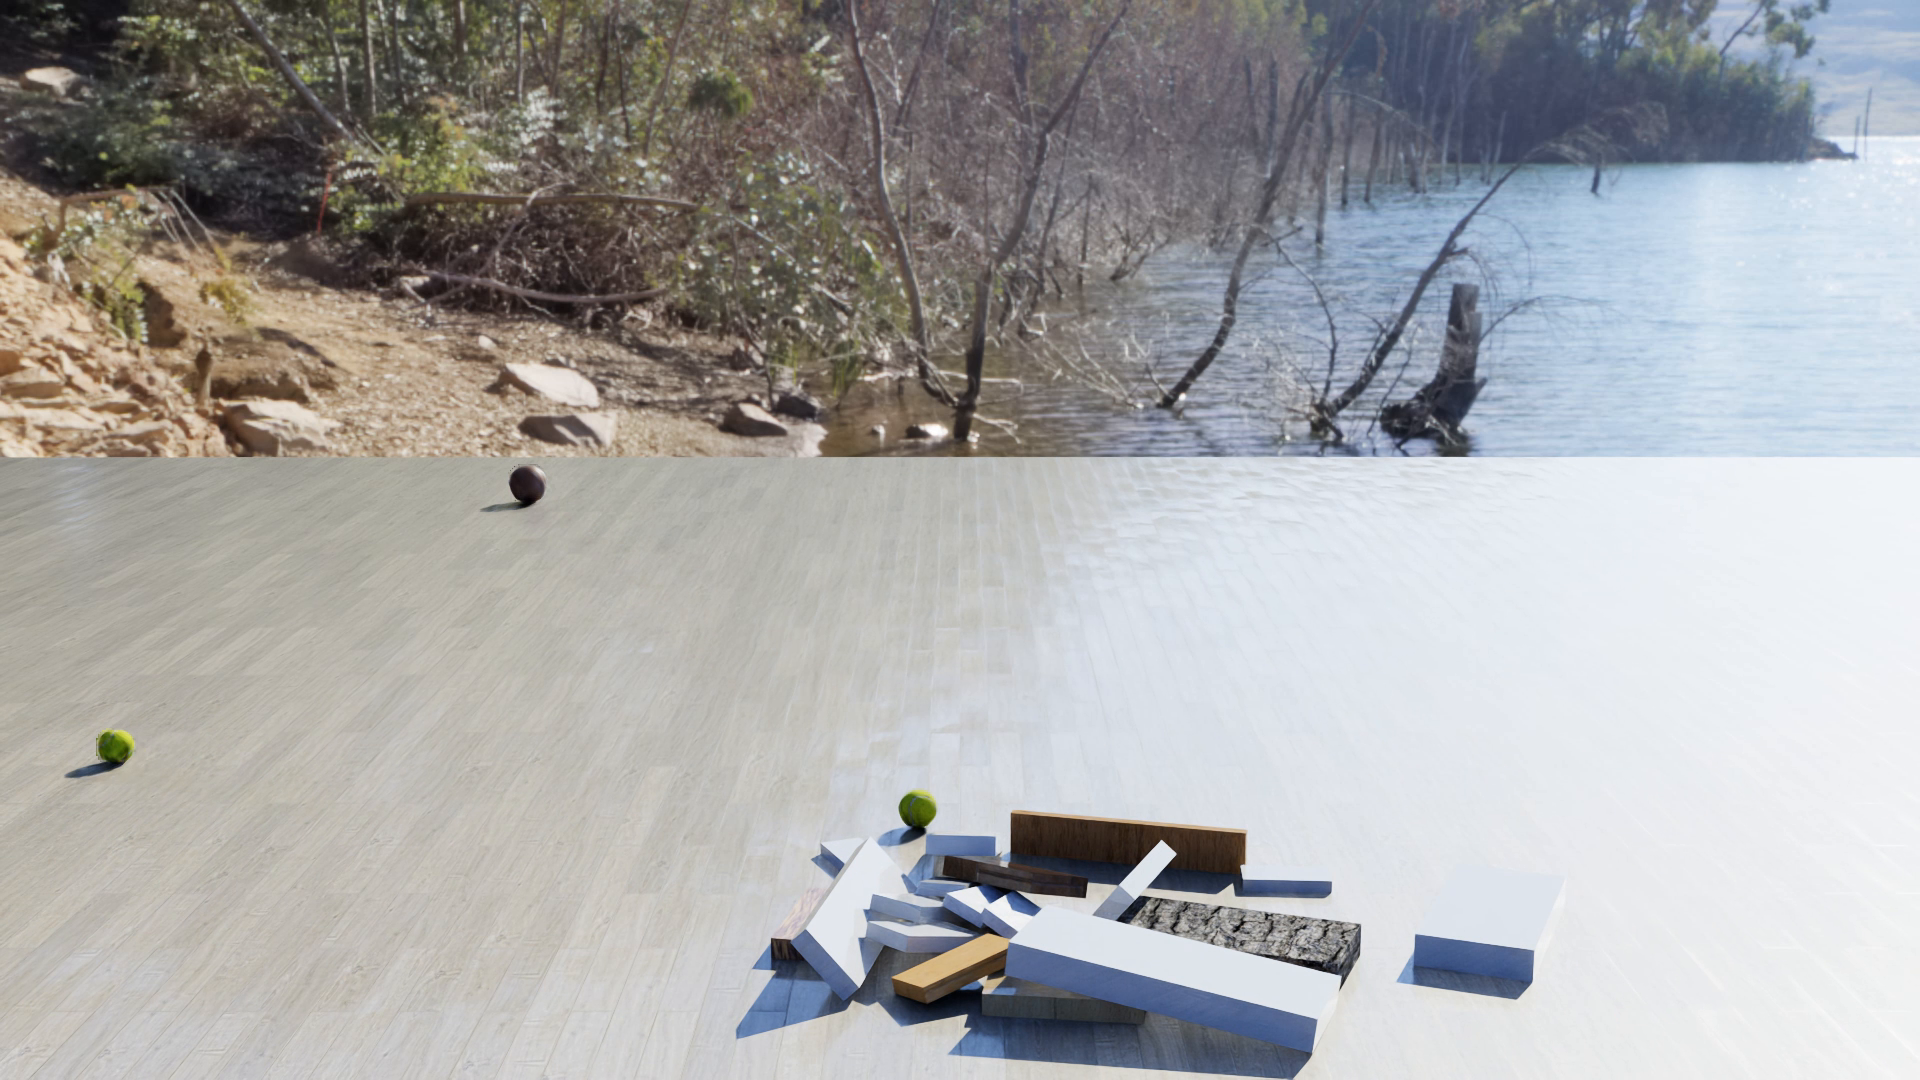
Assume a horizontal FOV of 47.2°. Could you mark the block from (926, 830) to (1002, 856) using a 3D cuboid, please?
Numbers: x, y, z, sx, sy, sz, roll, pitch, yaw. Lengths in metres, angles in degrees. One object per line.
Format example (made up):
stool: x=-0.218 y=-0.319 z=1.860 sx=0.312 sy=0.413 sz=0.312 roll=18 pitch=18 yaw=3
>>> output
block: x=0.009 y=0.520 z=3.776 sx=0.117 sy=0.033 sz=0.234 roll=1 pitch=-6 yaw=4

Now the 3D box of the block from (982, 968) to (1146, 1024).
block: x=0.155 y=0.660 z=3.202 sx=0.233 sy=0.033 sz=0.117 roll=1 pitch=11 yaw=8

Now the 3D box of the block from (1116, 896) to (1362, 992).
block: x=0.420 y=0.619 z=3.373 sx=0.356 sy=0.050 sz=0.178 roll=4 pitch=11 yaw=21

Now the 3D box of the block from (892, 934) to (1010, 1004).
block: x=-0.003 y=0.632 z=3.251 sx=0.177 sy=0.025 sz=0.089 roll=-19 pitch=10 yaw=-31

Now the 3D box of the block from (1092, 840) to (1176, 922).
block: x=0.265 y=0.564 z=3.505 sx=0.033 sy=0.117 sz=0.234 roll=43 pitch=22 yaw=9

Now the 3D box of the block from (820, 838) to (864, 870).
block: x=-0.182 y=0.552 z=3.815 sx=0.074 sy=0.021 sz=0.148 roll=-5 pitch=11 yaw=-23

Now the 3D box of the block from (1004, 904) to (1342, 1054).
block: x=0.307 y=0.628 z=3.170 sx=0.451 sy=0.050 sz=0.178 roll=11 pitch=12 yaw=18

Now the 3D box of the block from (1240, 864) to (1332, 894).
block: x=0.549 y=0.572 z=3.710 sx=0.148 sy=0.021 sz=0.074 roll=1 pitch=11 yaw=4

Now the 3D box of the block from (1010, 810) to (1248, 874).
block: x=0.291 y=0.524 z=3.822 sx=0.415 sy=0.074 sz=0.021 roll=3 pitch=11 yaw=16

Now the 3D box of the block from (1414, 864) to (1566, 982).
block: x=0.842 y=0.600 z=3.477 sx=0.178 sy=0.050 sz=0.356 roll=4 pitch=11 yaw=22

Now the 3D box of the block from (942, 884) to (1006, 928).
block: x=0.039 y=0.582 z=3.502 sx=0.076 sy=0.021 sz=0.151 roll=27 pitch=9 yaw=25

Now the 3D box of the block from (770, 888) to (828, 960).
block: x=-0.212 y=0.608 z=3.481 sx=0.117 sy=0.033 sz=0.233 roll=2 pitch=11 yaw=10

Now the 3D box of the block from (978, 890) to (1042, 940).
block: x=0.088 y=0.592 z=3.448 sx=0.076 sy=0.021 sz=0.151 roll=33 pitch=12 yaw=16

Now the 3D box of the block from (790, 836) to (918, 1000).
block: x=-0.159 y=0.581 z=3.421 sx=0.033 sy=0.117 sz=0.436 roll=-42 pitch=1 yaw=15

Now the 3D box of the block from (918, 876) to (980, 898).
block: x=-0.016 y=0.570 z=3.607 sx=0.076 sy=0.021 sz=0.151 roll=3 pitch=-5 yaw=10

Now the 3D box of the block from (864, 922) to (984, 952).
block: x=-0.050 y=0.609 z=3.373 sx=0.089 sy=0.025 sz=0.177 roll=10 pitch=-1 yaw=44

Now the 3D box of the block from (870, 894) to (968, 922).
block: x=-0.061 y=0.582 z=3.481 sx=0.089 sy=0.025 sz=0.177 roll=10 pitch=-4 yaw=27

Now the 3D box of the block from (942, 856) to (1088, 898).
block: x=0.089 y=0.552 z=3.611 sx=0.117 sy=0.033 sz=0.234 roll=12 pitch=-7 yaw=-36
